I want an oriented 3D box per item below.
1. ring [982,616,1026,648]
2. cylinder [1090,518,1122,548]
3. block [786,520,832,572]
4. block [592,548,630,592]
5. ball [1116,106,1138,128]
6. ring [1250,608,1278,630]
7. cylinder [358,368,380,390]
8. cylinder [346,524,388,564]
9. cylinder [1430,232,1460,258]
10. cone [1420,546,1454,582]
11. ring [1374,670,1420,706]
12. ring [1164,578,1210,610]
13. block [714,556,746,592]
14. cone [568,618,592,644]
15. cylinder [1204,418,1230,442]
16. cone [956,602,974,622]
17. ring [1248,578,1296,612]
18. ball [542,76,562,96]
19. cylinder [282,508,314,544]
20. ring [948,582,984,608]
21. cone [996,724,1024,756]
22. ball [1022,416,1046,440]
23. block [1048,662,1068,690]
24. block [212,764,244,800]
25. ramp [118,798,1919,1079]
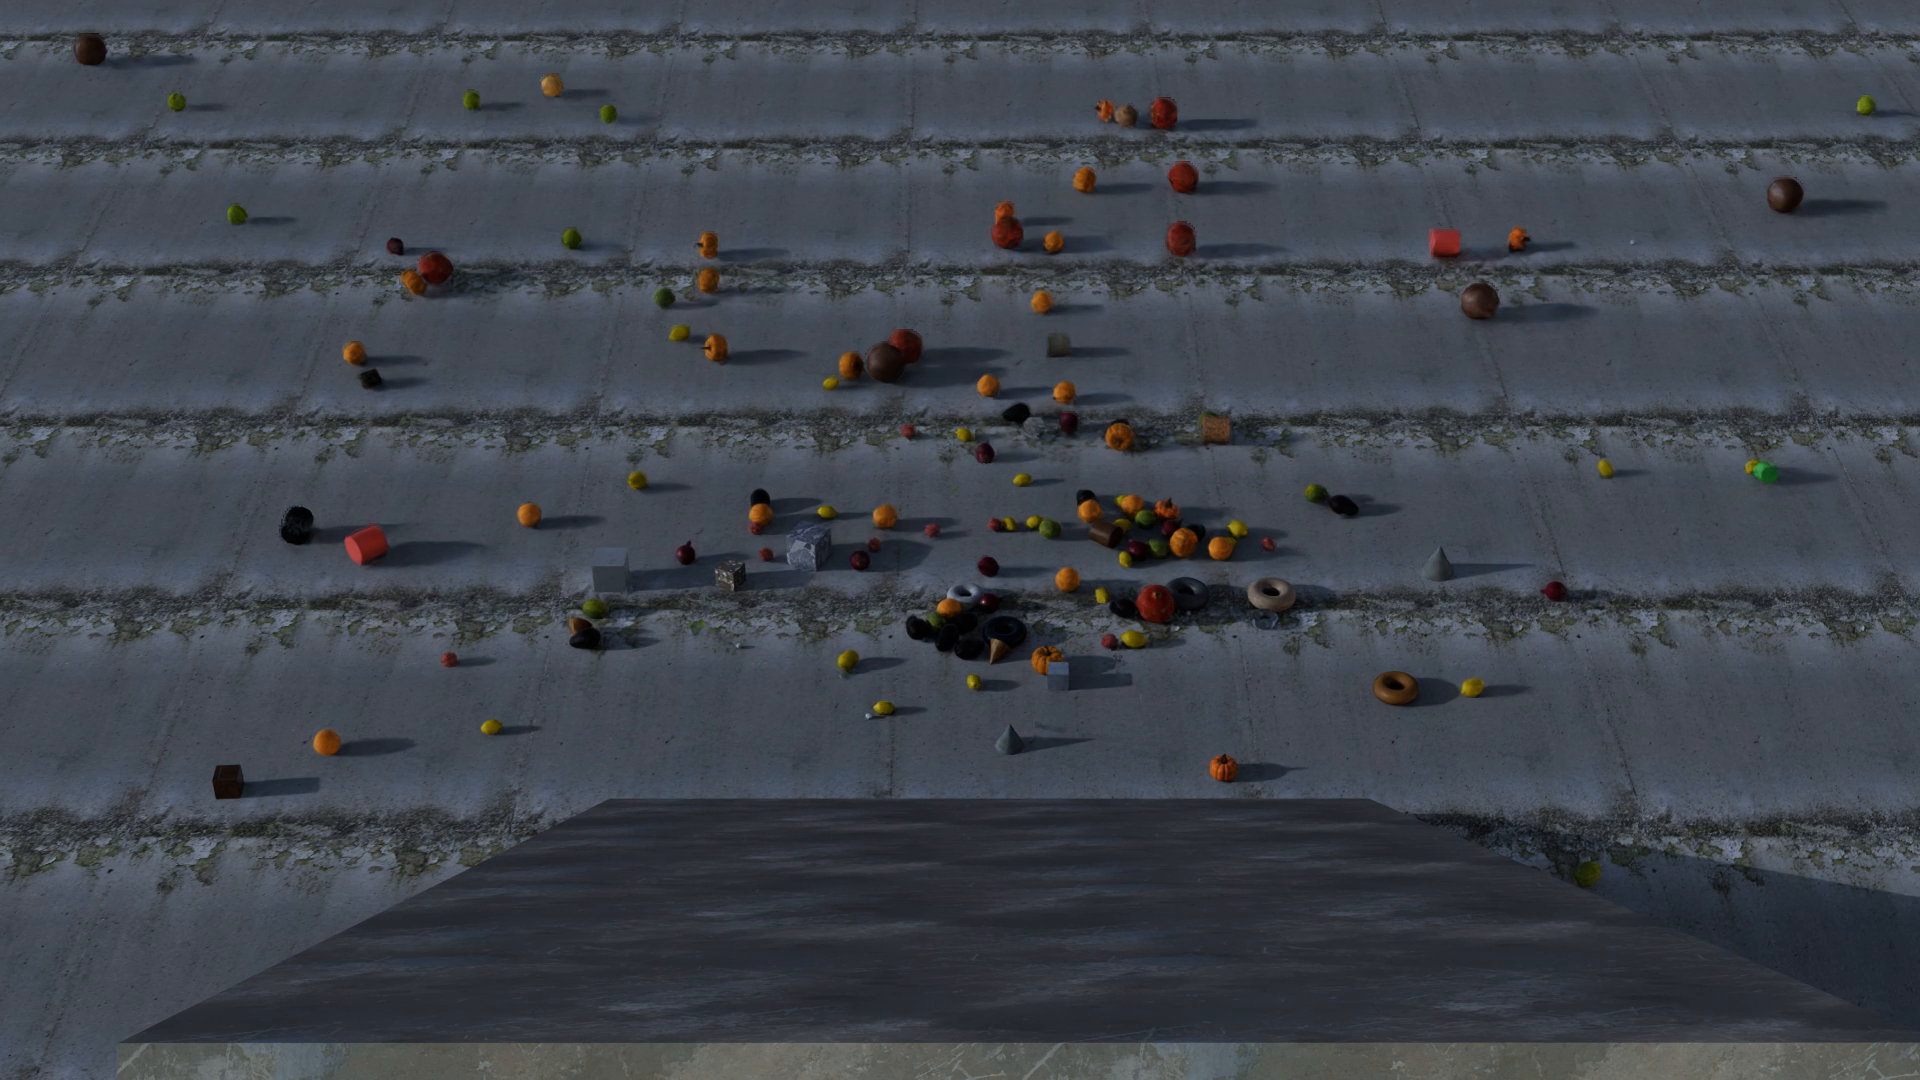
[{"bbox_3d":[0.129,0.268,7.531,0.131,0.044,0.131,-1,36,1],"label":"ring"},{"bbox_3d":[0.445,-0.019,7.912,0.073,0.073,0.073,25,42,31],"label":"cylinder"},{"bbox_3d":[-0.456,0.018,7.837,0.098,0.098,0.098,16,38,21],"label":"block"},{"bbox_3d":[-1.040,0.089,7.738,0.095,0.095,0.095,0,35,0],"label":"block"},{"bbox_3d":[0.656,-1.670,10.241,0.088,0.088,0.088,0,35,0],"label":"ball"},{"bbox_3d":[0.889,0.231,7.595,0.084,0.028,0.084,-1,36,0],"label":"ring"},{"bbox_3d":[-1.969,-0.538,8.663,0.054,0.054,0.054,-26,43,-32],"label":"cylinder"},{"bbox_3d":[-1.791,0.014,7.847,0.092,0.092,0.092,-28,44,-33],"label":"cylinder"},{"bbox_3d":[1.750,-1.067,9.379,0.093,0.093,0.093,1,35,0],"label":"cylinder"},{"bbox_3d":[1.434,0.055,7.783,0.100,0.100,0.100,0,35,0],"label":"cone"},{"bbox_3d":[1.229,0.417,7.319,0.130,0.043,0.130,-1,35,1],"label":"ring"},{"bbox_3d":[0.669,0.160,7.682,0.137,0.046,0.137,1,35,-1],"label":"ring"},{"bbox_3d":[-0.684,0.102,7.746,0.065,0.065,0.065,17,39,23],"label":"block"},{"bbox_3d":[-1.110,0.271,7.535,0.069,0.069,0.069,5,62,7],"label":"cone"},{"bbox_3d":[0.827,-0.355,8.380,0.082,0.082,0.082,1,35,6],"label":"cylinder"},{"bbox_3d":[0.008,0.217,7.619,0.053,0.053,0.053,9,63,12],"label":"cone"},{"bbox_3d":[0.921,0.161,7.678,0.144,0.048,0.144,1,35,-1],"label":"ring"},{"bbox_3d":[-1.644,-1.830,10.472,0.085,0.085,0.085,0,35,0],"label":"ball"},{"bbox_3d":[-2.024,-0.043,7.937,0.083,0.083,0.083,-1,35,-1],"label":"cylinder"},{"bbox_3d":[0.017,0.165,7.681,0.111,0.037,0.111,-1,34,0],"label":"ring"},{"bbox_3d":[0.137,0.533,7.121,0.080,0.080,0.080,0,35,0],"label":"cone"},{"bbox_3d":[0.240,-0.362,8.396,0.075,0.075,0.075,0,35,0],"label":"ball"},{"bbox_3d":[0.278,0.386,7.350,0.058,0.058,0.058,0,35,0],"label":"block"},{"bbox_3d":[-1.963,0.649,6.971,0.064,0.064,0.064,-2,35,-3],"label":"block"},{"bbox_3d":[0.078,0.666,4.842,2.000,0.100,4.000,0,-2,0],"label":"ramp"}]
